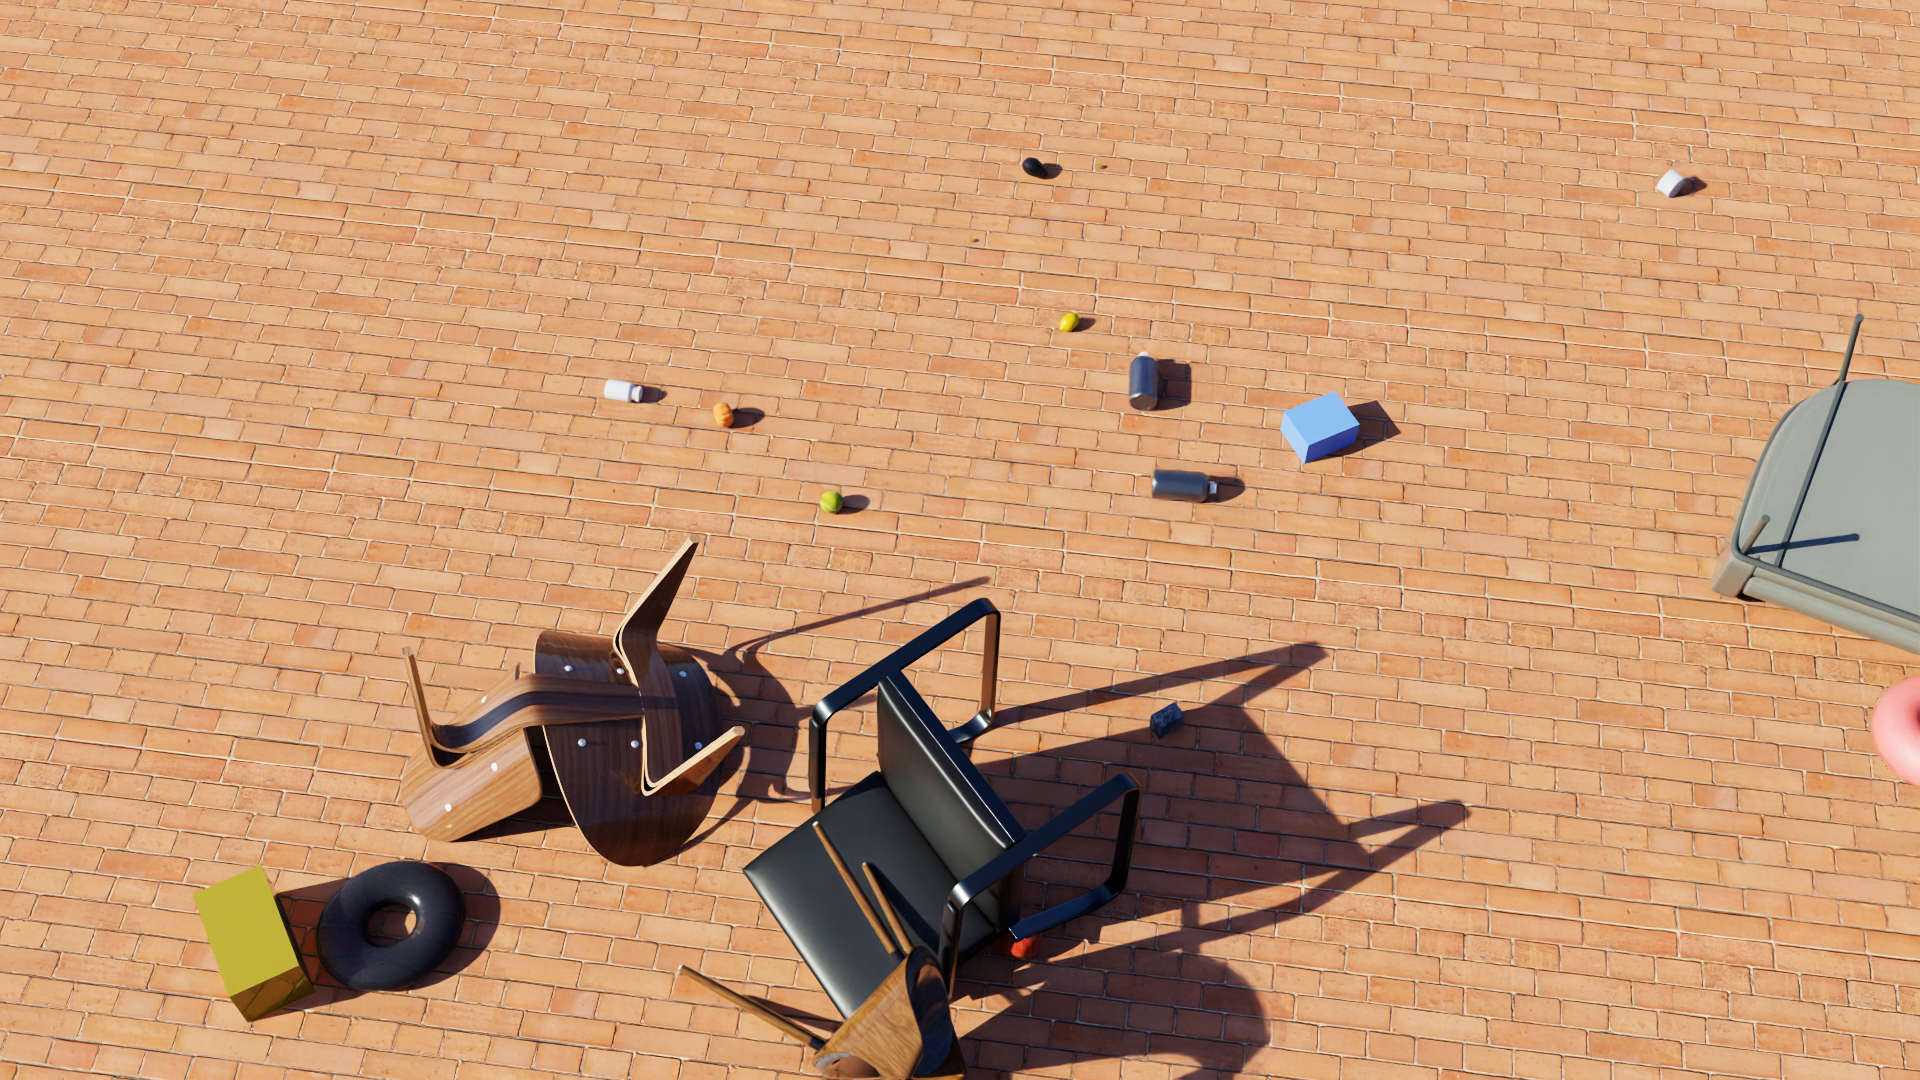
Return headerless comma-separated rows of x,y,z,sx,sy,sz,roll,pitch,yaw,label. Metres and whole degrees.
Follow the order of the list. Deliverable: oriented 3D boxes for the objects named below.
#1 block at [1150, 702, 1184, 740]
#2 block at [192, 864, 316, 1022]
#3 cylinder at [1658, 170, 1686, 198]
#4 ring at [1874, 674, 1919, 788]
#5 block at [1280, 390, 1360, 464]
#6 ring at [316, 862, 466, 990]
0.583,0.509,6.192,0.082,0.067,0.049,-28,60,-17,block
-1.848,1.056,5.760,0.184,0.175,0.319,-23,59,-15,block
2.371,-1.189,7.329,0.051,0.061,0.080,48,112,26,cylinder
2.746,0.541,6.097,0.399,0.142,0.413,-12,45,-5,ring
1.104,-0.346,6.748,0.181,0.096,0.143,-22,59,-14,block
-1.511,1.022,5.840,0.402,0.082,0.358,-28,61,-18,ring
